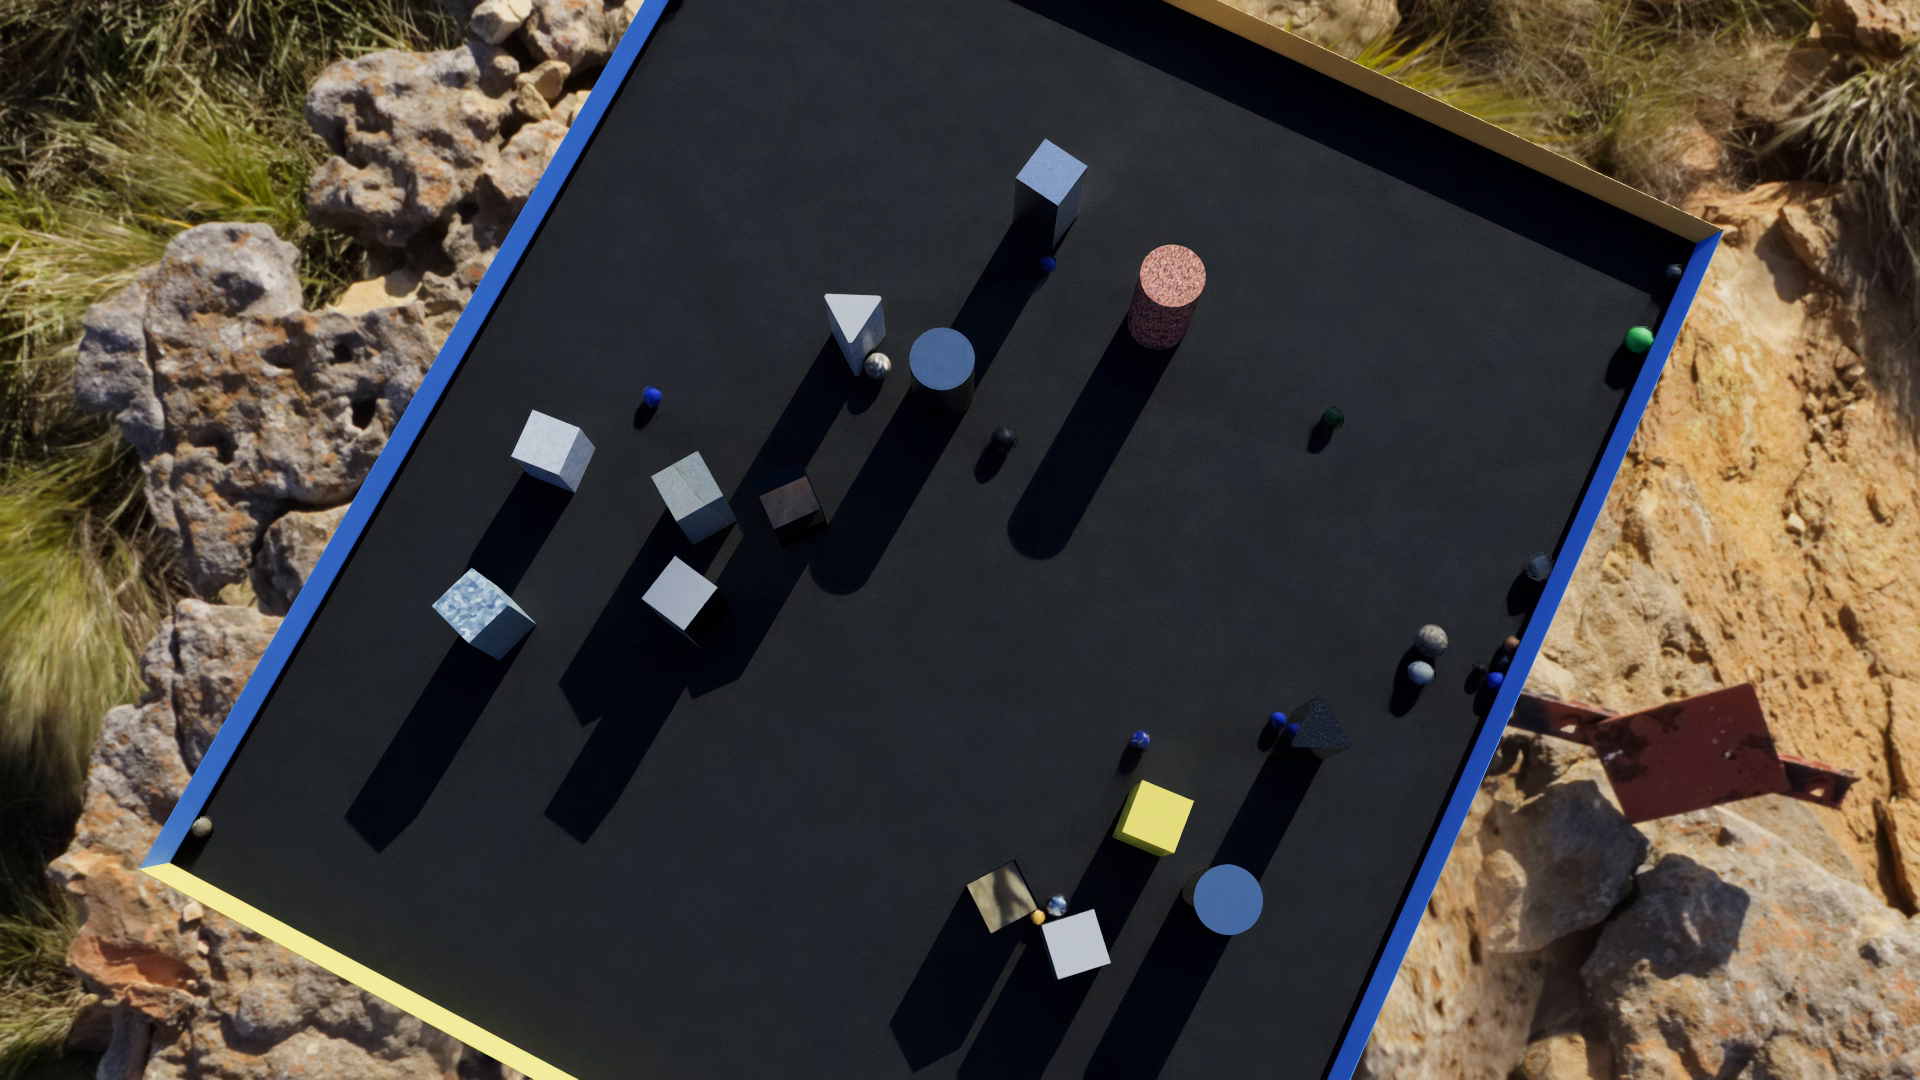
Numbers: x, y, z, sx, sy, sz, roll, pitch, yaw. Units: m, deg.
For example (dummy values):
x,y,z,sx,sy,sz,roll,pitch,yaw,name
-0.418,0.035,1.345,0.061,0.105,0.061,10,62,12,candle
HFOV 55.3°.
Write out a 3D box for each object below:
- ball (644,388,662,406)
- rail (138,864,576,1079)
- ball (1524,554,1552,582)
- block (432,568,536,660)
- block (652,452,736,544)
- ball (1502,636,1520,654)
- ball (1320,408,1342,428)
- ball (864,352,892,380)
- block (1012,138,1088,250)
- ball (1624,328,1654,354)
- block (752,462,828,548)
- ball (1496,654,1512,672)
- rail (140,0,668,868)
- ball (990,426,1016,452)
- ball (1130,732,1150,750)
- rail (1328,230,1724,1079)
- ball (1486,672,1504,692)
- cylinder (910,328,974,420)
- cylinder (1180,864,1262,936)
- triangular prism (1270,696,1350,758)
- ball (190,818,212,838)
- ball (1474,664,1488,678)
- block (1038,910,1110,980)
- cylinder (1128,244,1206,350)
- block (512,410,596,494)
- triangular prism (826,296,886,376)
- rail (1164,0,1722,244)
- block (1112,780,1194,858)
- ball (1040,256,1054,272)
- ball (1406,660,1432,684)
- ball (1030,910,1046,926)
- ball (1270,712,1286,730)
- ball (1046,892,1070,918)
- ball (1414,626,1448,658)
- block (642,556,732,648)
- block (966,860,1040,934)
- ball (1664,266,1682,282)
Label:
x,y,z,sx,sy,sz,roll,pitch,yaw,name
-0.953,-0.444,5.680,0.056,0.056,0.056,0,78,0,ball
-0.855,1.681,5.204,3.369,0.125,0.045,26,80,5,rail
1.755,0.084,5.558,0.081,0.081,0.081,0,78,0,ball
-1.394,0.222,5.389,0.154,0.356,0.154,44,82,8,block
-0.789,-0.122,5.466,0.154,0.343,0.154,-30,80,-6,block
1.663,0.318,5.522,0.056,0.056,0.056,0,78,0,ball
1.146,-0.376,5.663,0.062,0.062,0.062,0,78,0,ball
-0.255,-0.540,5.686,0.083,0.083,0.083,0,78,0,ball
0.274,-1.062,5.650,0.154,0.365,0.154,35,80,7,block
2.112,-0.621,5.702,0.084,0.084,0.084,0,78,0,ball
-0.505,-0.102,5.492,0.154,0.285,0.154,-24,79,-5,block
1.638,0.373,5.512,0.054,0.054,0.054,0,78,0,ball
-1.486,-0.721,5.701,0.045,0.125,3.871,26,80,5,rail
0.132,-0.311,5.642,0.076,0.076,0.076,0,78,0,ball
0.537,0.601,5.464,0.055,0.055,0.055,0,78,0,ball
1.486,0.734,5.400,0.045,0.125,3.871,26,80,5,rail
1.608,0.425,5.499,0.057,0.057,0.057,0,78,0,ball
-0.052,-0.498,5.547,0.192,0.338,0.192,0,78,0,cylinder
0.744,1.030,5.240,0.192,0.319,0.192,0,78,0,cylinder
1.007,0.542,5.306,0.167,0.387,0.144,0,78,0,triangular prism
-2.240,0.849,5.410,0.061,0.061,0.061,0,78,0,ball
1.566,0.392,5.514,0.042,0.042,0.042,0,78,0,ball
0.324,1.155,5.245,0.154,0.259,0.154,-17,79,-3,block
0.622,-0.731,5.557,0.192,0.412,0.192,0,78,0,cylinder
-1.229,-0.266,5.551,0.154,0.236,0.154,21,79,4,block
-0.339,-0.652,5.578,0.144,0.339,0.167,32,80,6,triangular prism
0.855,-1.668,5.897,3.369,0.125,0.045,26,80,5,rail
0.551,0.805,5.270,0.154,0.352,0.154,22,79,4,block
0.273,-0.869,5.772,0.047,0.047,0.047,0,78,0,ball
1.379,0.397,5.496,0.076,0.076,0.076,0,78,0,ball
0.227,1.104,5.364,0.044,0.044,0.044,0,78,0,ball
0.950,0.541,5.479,0.051,0.051,0.051,0,78,0,ball
0.284,1.067,5.360,0.070,0.070,0.070,0,78,0,ball
1.416,0.305,5.504,0.096,0.096,0.096,0,78,0,ball
-0.798,0.187,5.393,0.154,0.361,0.154,36,81,7,block
0.122,1.028,5.279,0.154,0.244,0.154,-27,80,-5,block
2.242,-0.837,5.762,0.054,0.054,0.054,0,78,0,ball
